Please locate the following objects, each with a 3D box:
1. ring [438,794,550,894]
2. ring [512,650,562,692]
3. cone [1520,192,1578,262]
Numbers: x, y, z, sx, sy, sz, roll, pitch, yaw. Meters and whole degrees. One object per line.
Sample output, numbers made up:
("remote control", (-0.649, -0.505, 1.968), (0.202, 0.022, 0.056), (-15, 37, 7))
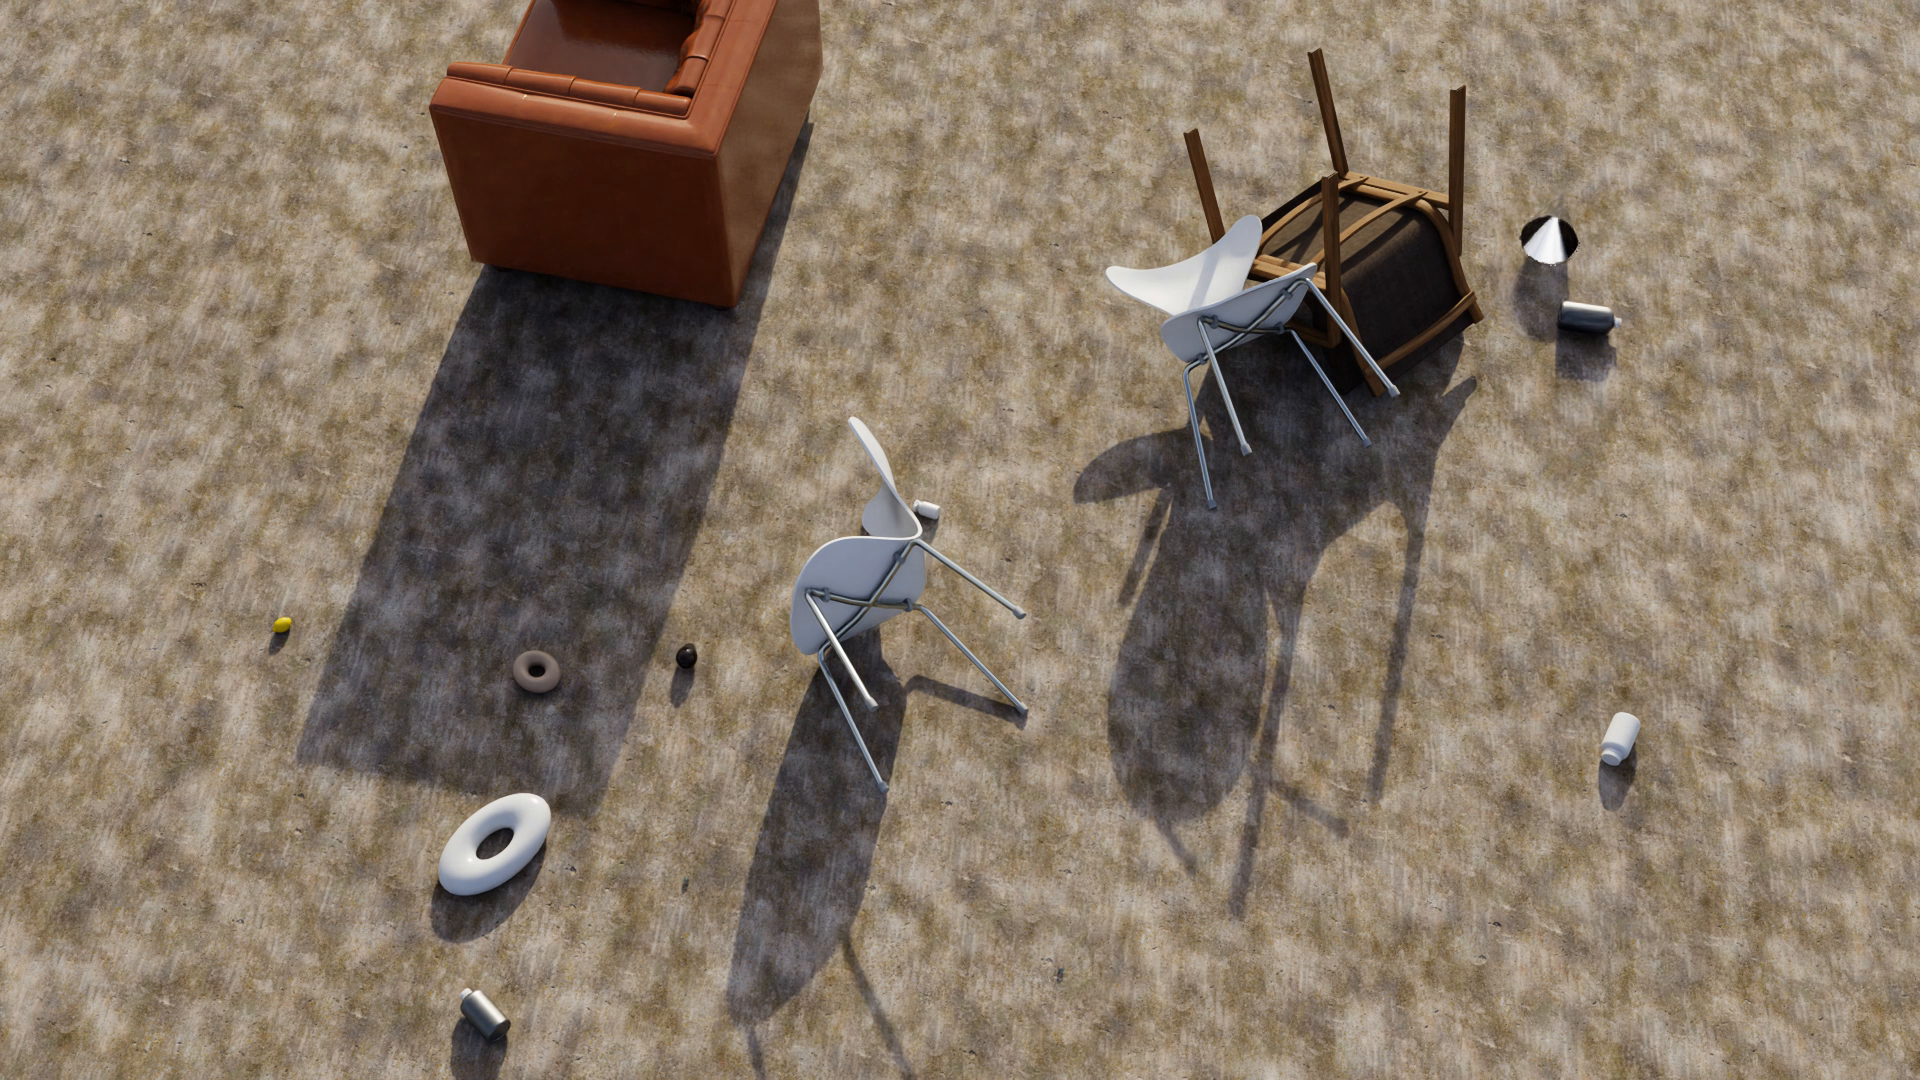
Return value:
("ring", (-1.264, 0.826, 5.977), (0.218, 0.072, 0.358), (37, 64, 23))
("ring", (-1.211, 0.376, 6.292), (0.149, 0.049, 0.125), (31, 62, 18))
("cone", (1.961, -1.070, 7.242), (0.181, 0.173, 0.322), (19, 43, 9))
